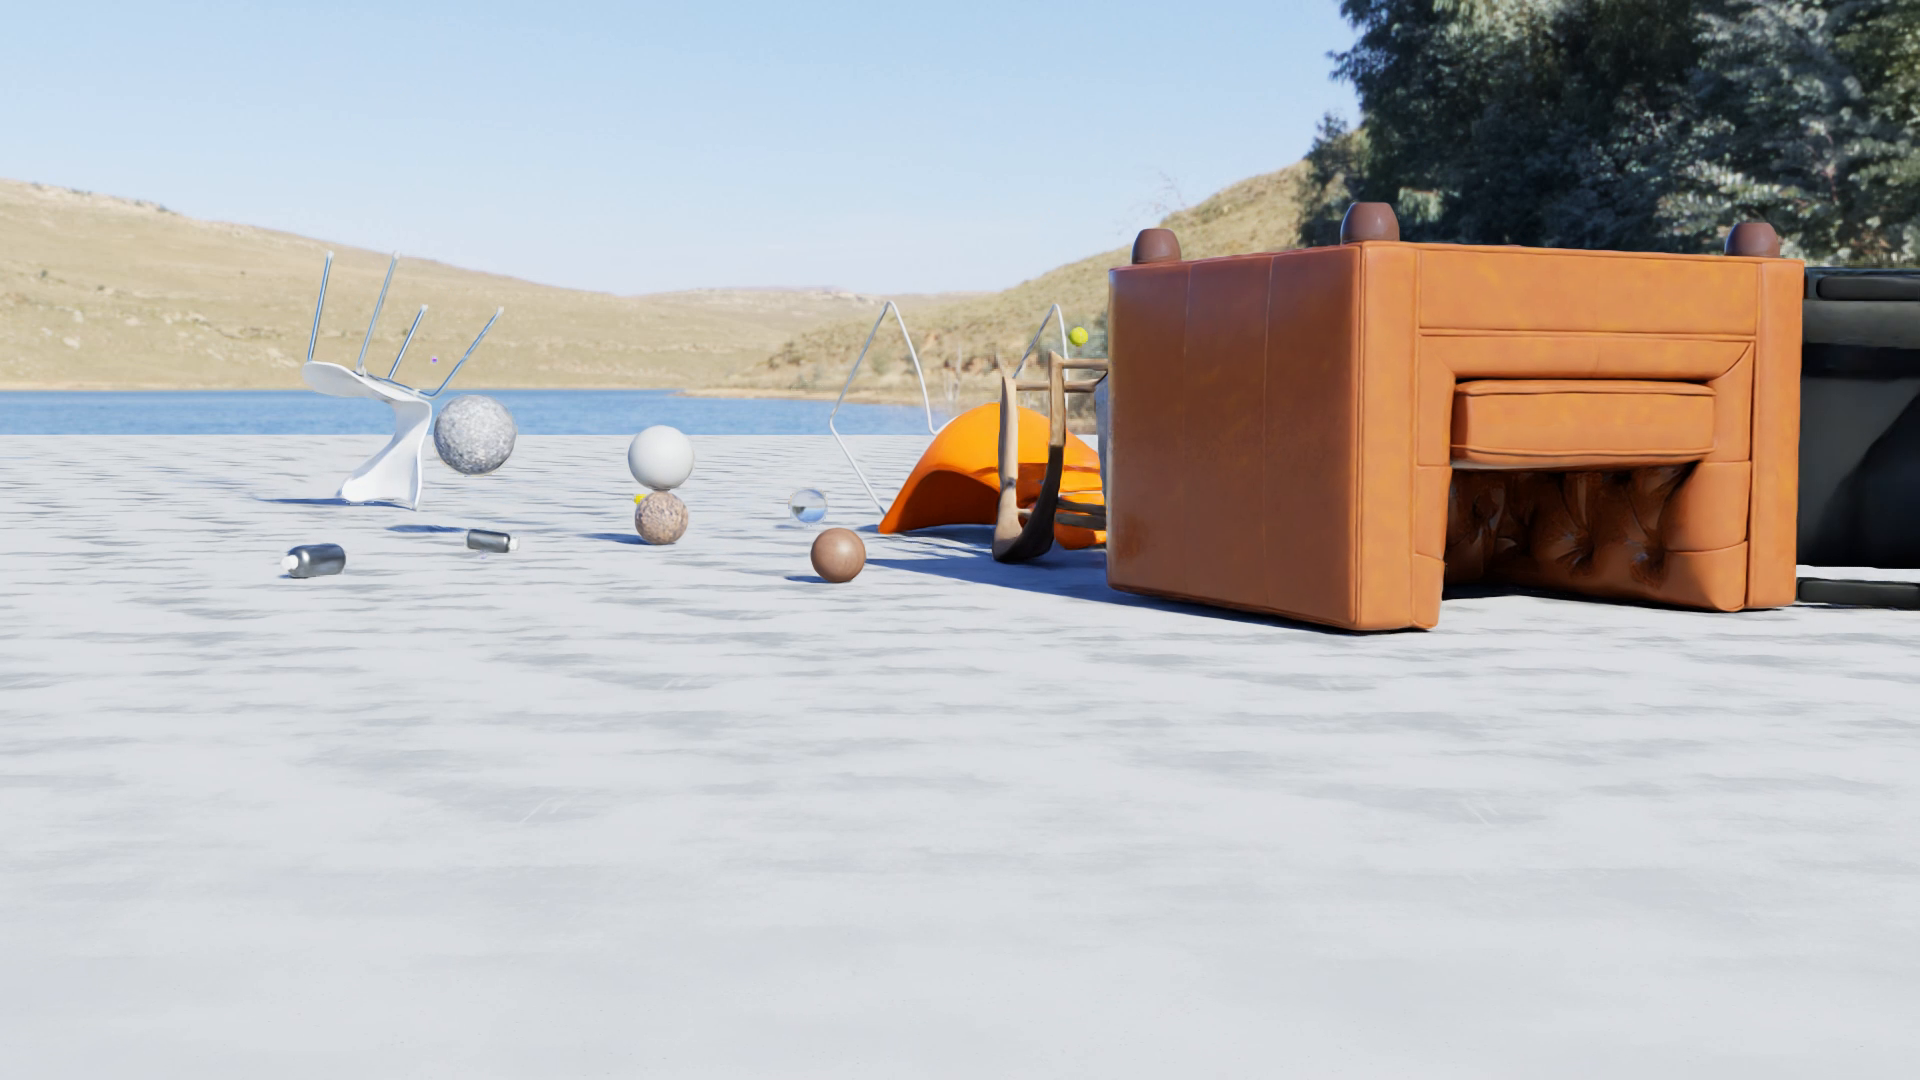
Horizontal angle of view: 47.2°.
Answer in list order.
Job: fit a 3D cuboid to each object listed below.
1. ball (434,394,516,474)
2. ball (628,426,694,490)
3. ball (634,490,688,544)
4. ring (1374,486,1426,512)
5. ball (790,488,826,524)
[{"bbox_3d":[-1.457,-0.317,6.602,0.242,0.242,0.242,0,4,0],"label":"ball"},{"bbox_3d":[-0.864,-0.236,6.356,0.191,0.191,0.191,0,4,0],"label":"ball"},{"bbox_3d":[-0.860,-0.064,6.335,0.157,0.157,0.157,0,4,0],"label":"ball"},{"bbox_3d":[1.596,-0.147,7.981,0.196,0.112,0.049,4,46,-12],"label":"ring"},{"bbox_3d":[-0.483,-0.109,7.027,0.115,0.115,0.115,0,4,0],"label":"ball"}]
